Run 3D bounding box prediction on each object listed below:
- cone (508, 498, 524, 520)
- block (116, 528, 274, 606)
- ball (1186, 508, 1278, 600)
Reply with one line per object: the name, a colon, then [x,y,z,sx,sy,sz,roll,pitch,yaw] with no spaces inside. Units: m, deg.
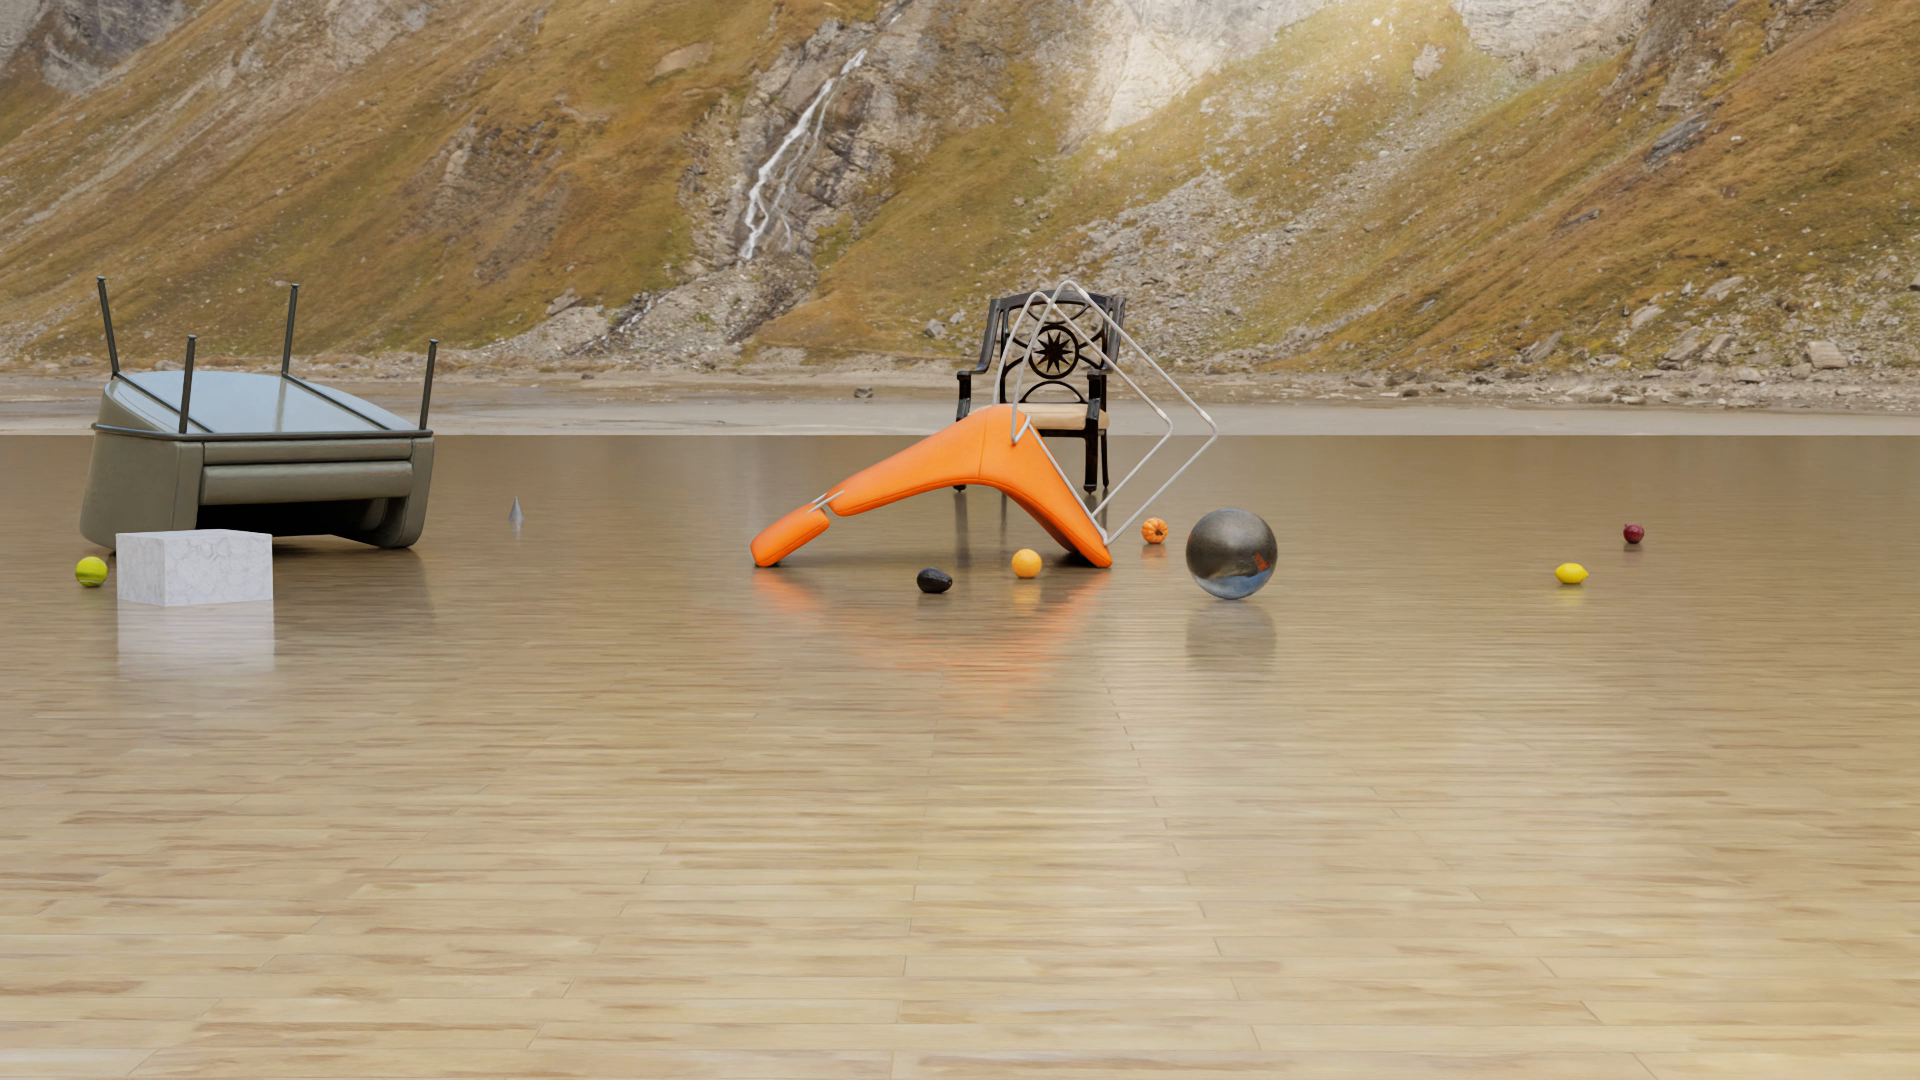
cone: [-1.523,-0.112,7.551,0.052,0.087,0.094,-2,5,-29]
block: [-1.640,0.056,4.712,0.235,0.139,0.245,-4,5,-43]
ball: [0.580,0.028,4.696,0.197,0.197,0.197,0,4,0]
